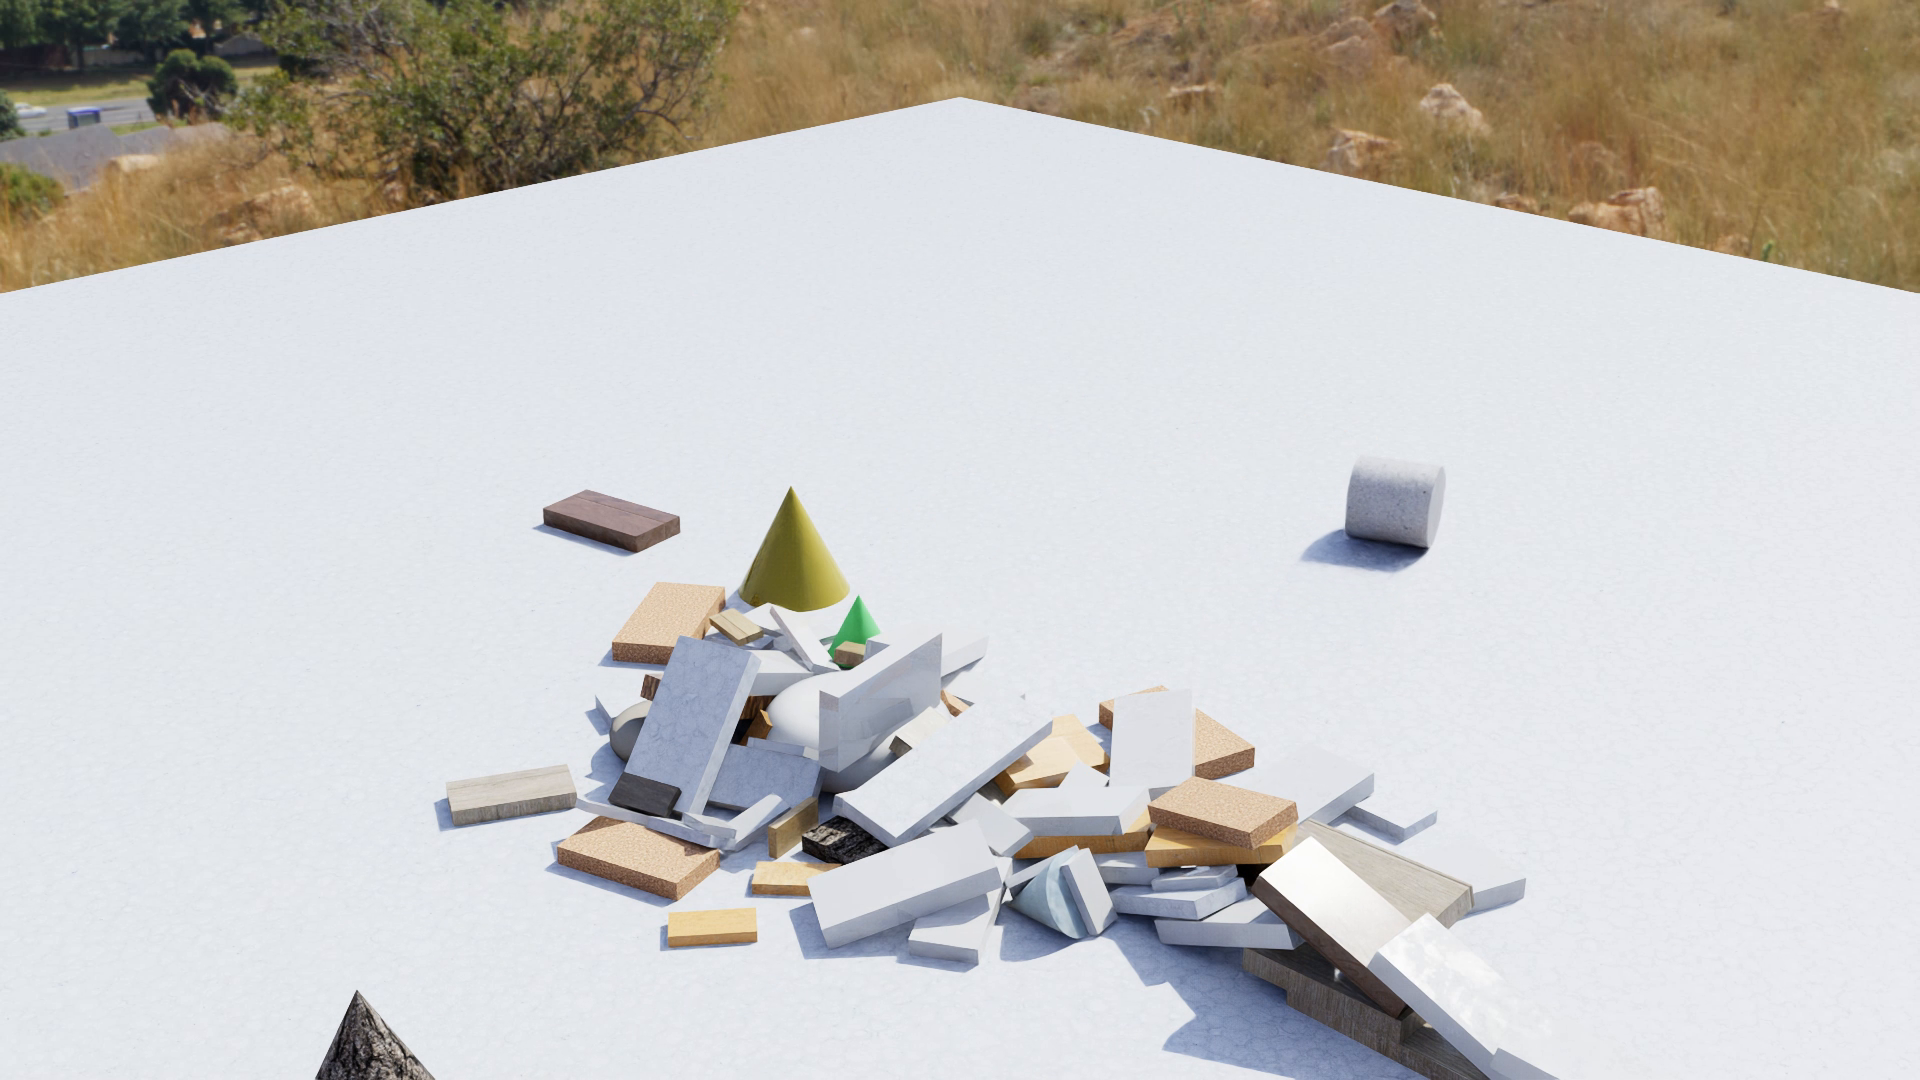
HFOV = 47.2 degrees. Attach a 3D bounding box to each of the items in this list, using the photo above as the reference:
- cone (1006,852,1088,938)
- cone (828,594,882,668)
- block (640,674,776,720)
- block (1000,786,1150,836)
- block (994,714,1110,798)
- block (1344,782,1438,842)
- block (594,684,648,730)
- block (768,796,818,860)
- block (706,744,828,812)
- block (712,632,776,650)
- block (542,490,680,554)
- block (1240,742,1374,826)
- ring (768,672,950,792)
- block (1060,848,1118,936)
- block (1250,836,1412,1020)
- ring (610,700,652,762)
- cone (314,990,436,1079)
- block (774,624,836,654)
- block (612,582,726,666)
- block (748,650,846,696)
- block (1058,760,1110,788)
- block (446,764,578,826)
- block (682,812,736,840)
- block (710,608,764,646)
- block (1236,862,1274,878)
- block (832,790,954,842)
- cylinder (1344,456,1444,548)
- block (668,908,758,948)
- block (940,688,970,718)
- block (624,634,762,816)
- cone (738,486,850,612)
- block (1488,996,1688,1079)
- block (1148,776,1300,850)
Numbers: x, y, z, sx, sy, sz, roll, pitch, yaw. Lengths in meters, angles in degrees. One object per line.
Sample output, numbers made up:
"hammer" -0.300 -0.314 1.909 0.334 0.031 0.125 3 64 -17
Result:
"cone" 0.147 0.670 4.091 0.159 0.159 0.159 -17 10 37
"cone" -0.231 0.193 5.034 0.152 0.152 0.152 0 23 0
"block" -0.506 0.334 4.737 0.178 0.050 0.356 17 6 29
"block" 0.213 0.528 4.280 0.283 0.040 0.141 -5 15 30
"block" 0.167 0.441 4.532 0.284 0.040 0.142 -7 46 -43
"block" 0.844 0.538 4.453 0.108 0.031 0.217 -20 30 -39
"block" -0.669 0.358 4.871 0.249 0.035 0.125 -10 25 -23
"block" -0.328 0.567 4.336 0.020 0.069 0.139 14 27 30
"block" -0.406 0.491 4.462 0.249 0.035 0.125 9 67 19
"block" -0.508 0.238 5.176 0.135 0.019 0.068 11 25 24
"block" -0.923 -0.052 5.822 0.336 0.048 0.168 15 27 32
"block" 0.657 0.527 4.410 0.338 0.048 0.169 -26 34 -35
"ring" -0.217 0.402 4.642 0.409 0.136 0.409 1 22 0
"block" 0.239 0.649 4.059 0.020 0.142 0.071 -19 7 40
"block" 0.672 0.661 3.770 0.324 0.046 0.162 40 41 23
"ring" -0.618 0.410 4.684 0.258 0.086 0.258 -1 20 1
"cone" -0.959 0.818 3.540 0.228 0.228 0.228 0 23 0
"block" -0.358 0.232 5.110 0.135 0.019 0.068 -16 28 -33
"block" -0.689 0.197 5.234 0.173 0.049 0.346 4 23 9
"block" -0.421 0.291 4.842 0.178 0.050 0.356 17 7 34
"block" 0.235 0.516 4.442 0.075 0.021 0.149 29 46 13
"block" -0.916 0.520 4.490 0.249 0.035 0.125 -7 24 -17
"block" -0.492 0.559 4.308 0.068 0.019 0.136 14 -3 -24
"block" -0.528 0.205 5.189 0.067 0.019 0.135 -22 34 -30
"block" 0.542 0.618 4.144 0.035 0.124 0.248 -15 27 -32
"block" -0.109 0.552 4.348 0.259 0.037 0.130 16 10 28
"cylinder" 1.132 -0.099 5.722 0.213 0.213 0.213 9 25 21
"block" -0.455 0.713 4.050 0.162 0.023 0.081 -3 23 -6
"block" 0.014 0.377 4.742 0.135 0.019 0.067 36 11 -23
"block" -0.554 0.381 4.496 0.178 0.050 0.355 12 70 25
"cone" -0.412 -0.006 5.418 0.279 0.279 0.279 0 23 0
"block" 1.017 0.857 3.494 0.315 0.045 0.157 26 31 20
"block" 0.489 0.507 4.103 0.130 0.037 0.259 -26 22 -35
